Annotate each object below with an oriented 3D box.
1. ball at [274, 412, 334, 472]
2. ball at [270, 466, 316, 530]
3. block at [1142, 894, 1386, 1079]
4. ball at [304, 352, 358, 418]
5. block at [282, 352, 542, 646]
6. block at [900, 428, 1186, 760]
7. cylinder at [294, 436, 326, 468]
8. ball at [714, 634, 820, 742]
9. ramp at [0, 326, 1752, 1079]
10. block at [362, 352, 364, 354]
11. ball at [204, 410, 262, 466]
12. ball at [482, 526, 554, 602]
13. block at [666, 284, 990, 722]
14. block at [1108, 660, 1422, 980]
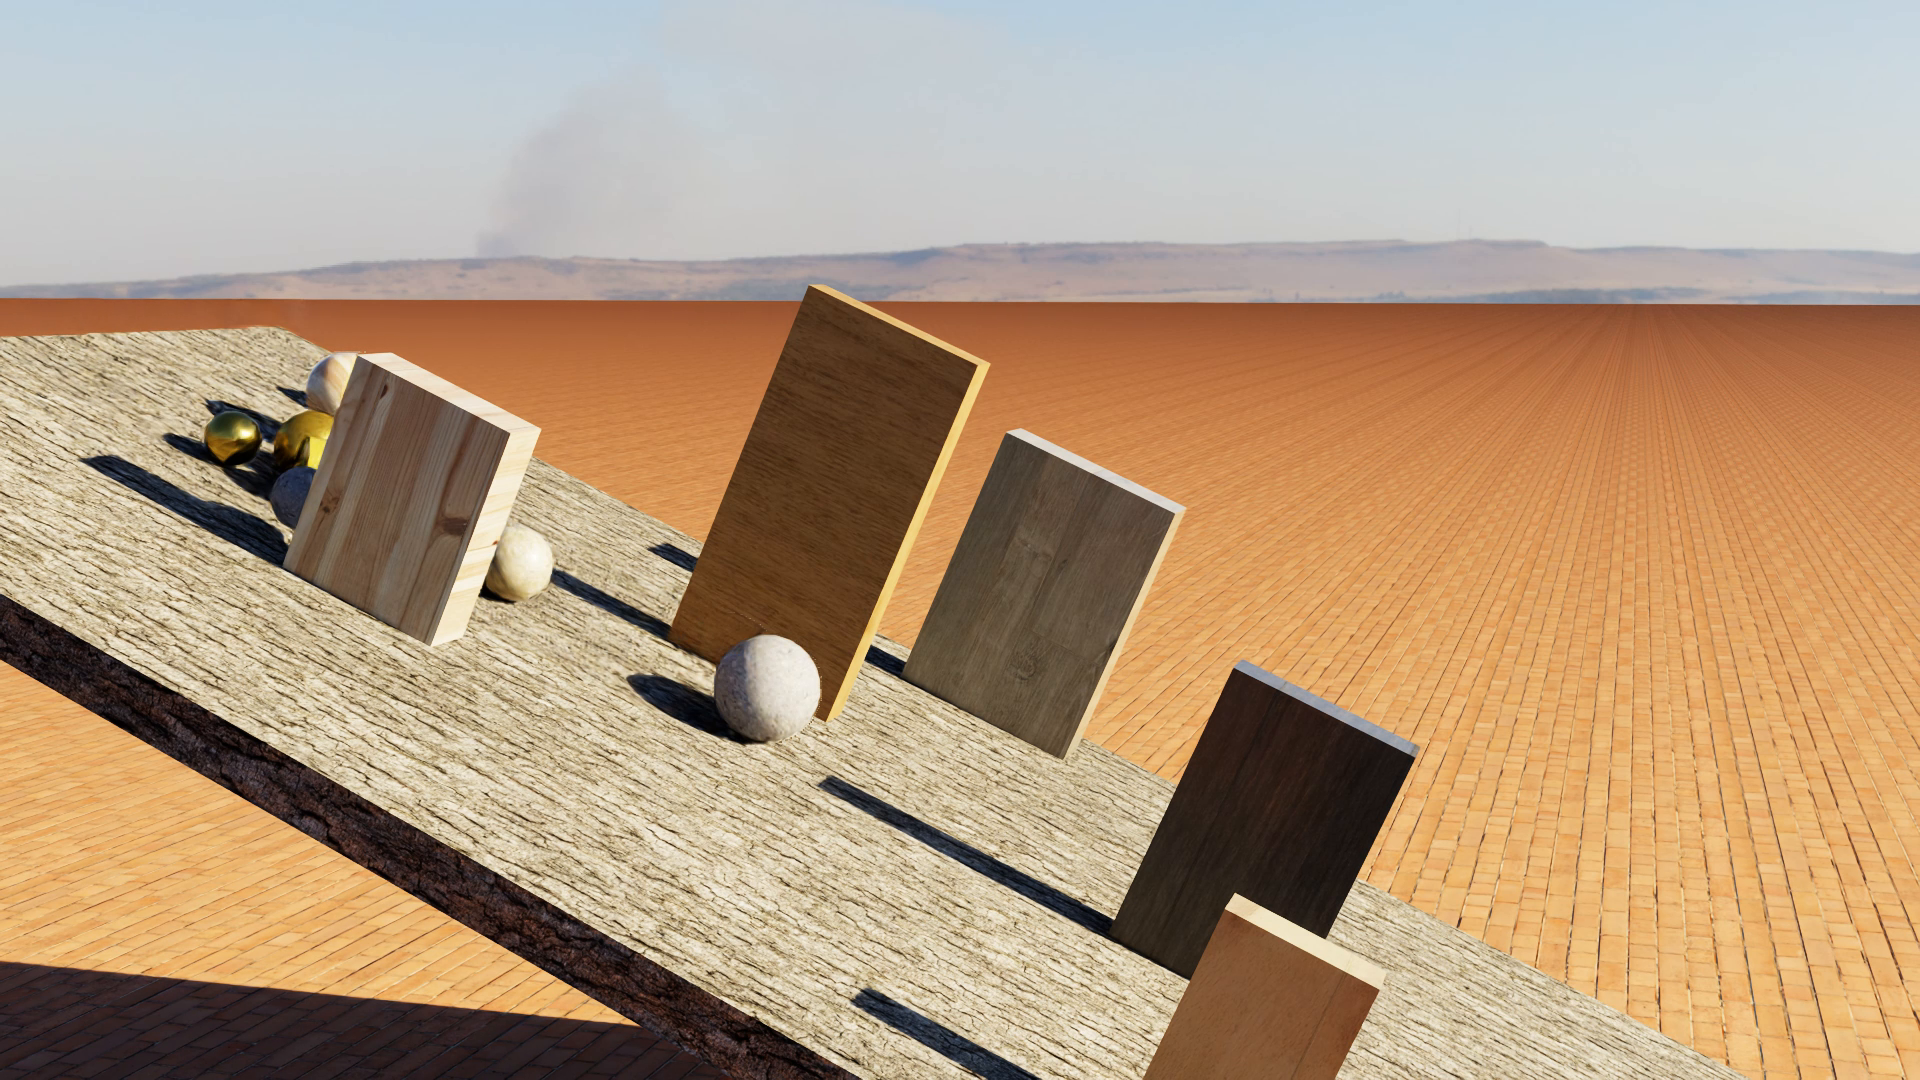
[{"bbox_3d":[-1.328,-0.188,4.510,0.152,0.152,0.152,0,7,0],"label":"ball"},{"bbox_3d":[-1.232,-0.077,4.131,0.122,0.122,0.122,0,7,0],"label":"ball"},{"bbox_3d":[0.420,0.756,3.207,0.243,0.404,0.084,26,13,13],"label":"block"},{"bbox_3d":[-1.304,-0.312,4.684,0.175,0.175,0.175,0,7,0],"label":"ball"},{"bbox_3d":[-1.002,-0.076,4.011,0.333,0.426,0.113,26,13,13],"label":"block"},{"bbox_3d":[0.181,0.118,4.868,0.412,0.606,0.122,26,13,13],"label":"block"},{"bbox_3d":[-1.251,-0.130,4.385,0.130,0.130,0.130,13,0,-28],"label":"cylinder"},{"bbox_3d":[-0.367,0.281,4.179,0.203,0.203,0.203,0,7,0],"label":"ball"},{"bbox_3d":[-0.282,0.487,4.180,4.000,0.100,2.000,26,13,13],"label":"ramp"},{"bbox_3d":[-1.332,-0.333,5.018,0.114,0.114,0.114,35,-6,23],"label":"block"},{"bbox_3d":[-1.464,-0.205,4.426,0.111,0.111,0.111,0,7,0],"label":"ball"},{"bbox_3d":[-0.880,0.046,4.347,0.150,0.150,0.150,0,7,0],"label":"ball"},{"bbox_3d":[-0.272,-0.073,4.436,0.382,0.792,0.085,26,13,13],"label":"block"},{"bbox_3d":[0.539,0.541,3.929,0.349,0.553,0.092,26,13,13],"label":"block"}]
